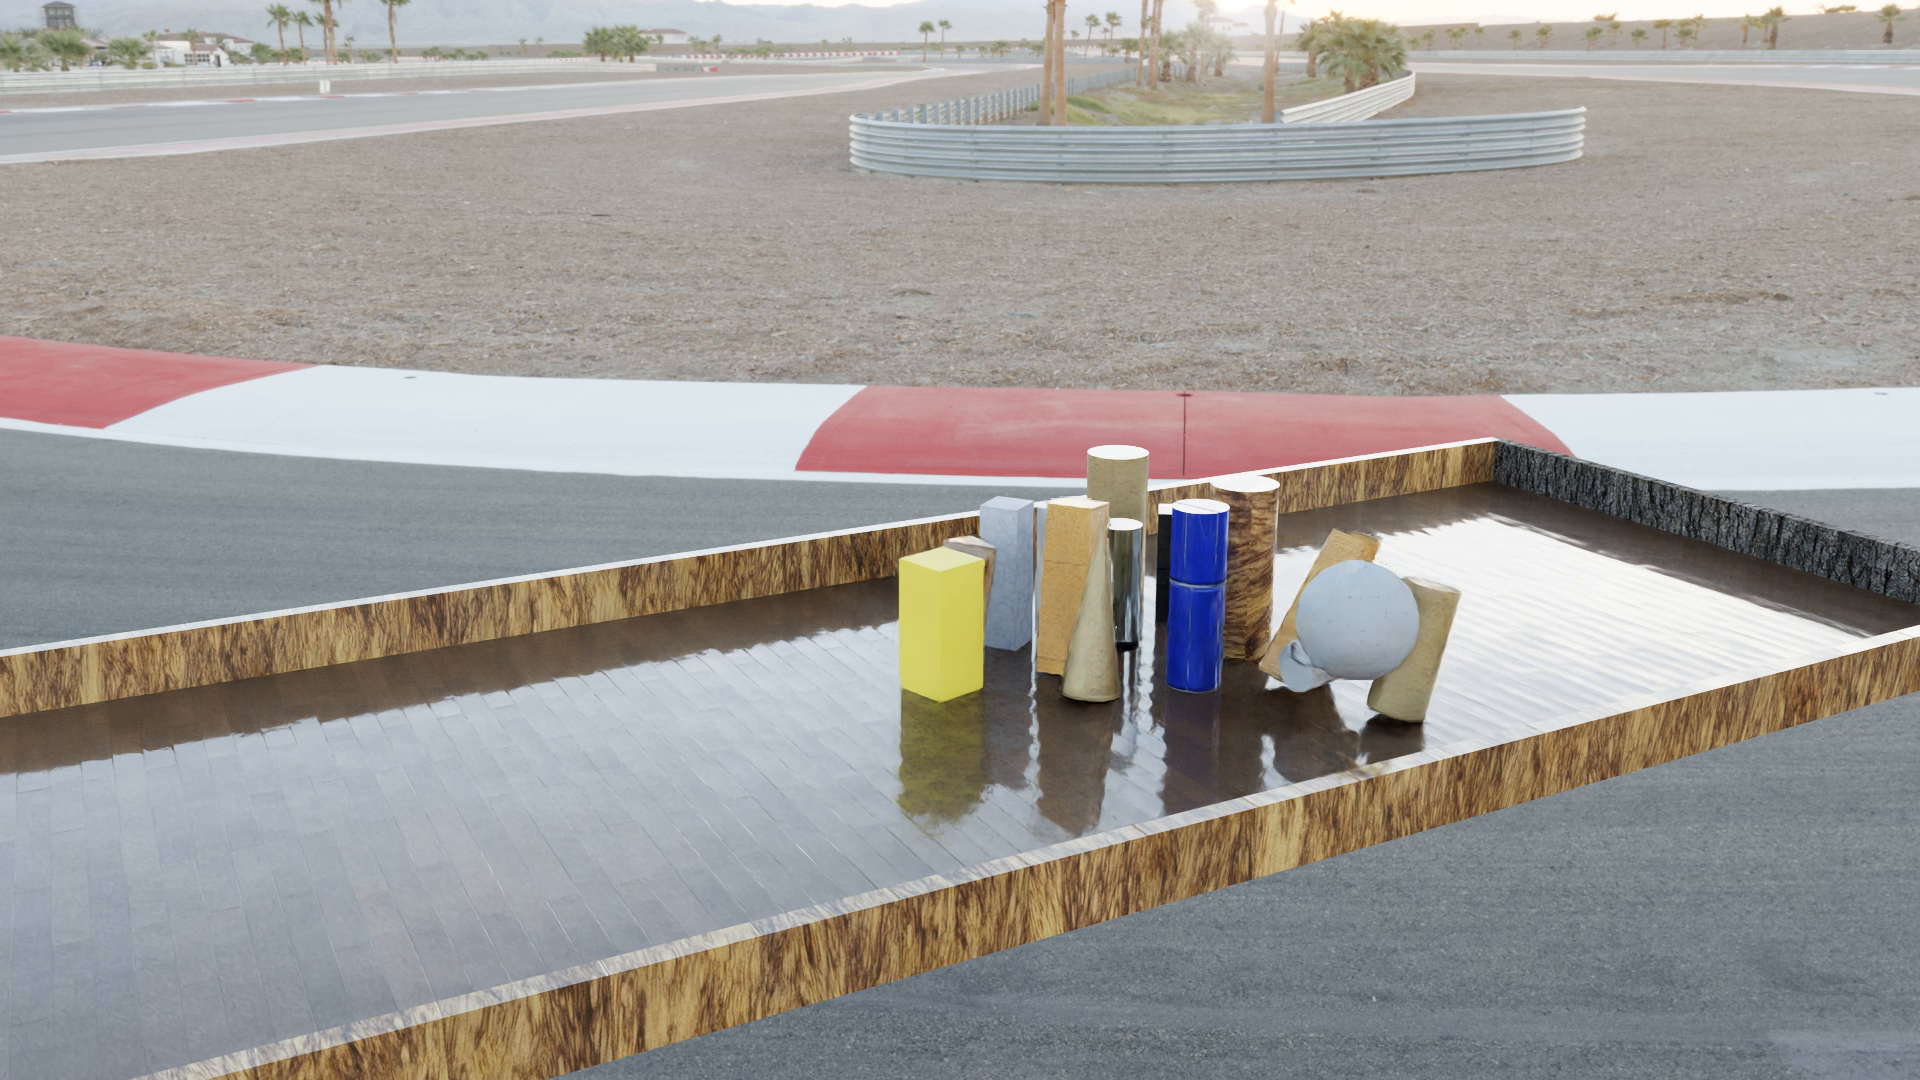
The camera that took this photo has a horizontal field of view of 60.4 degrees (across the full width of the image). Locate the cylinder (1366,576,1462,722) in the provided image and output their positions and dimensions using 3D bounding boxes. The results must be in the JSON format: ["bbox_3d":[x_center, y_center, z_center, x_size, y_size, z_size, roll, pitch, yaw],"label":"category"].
[{"bbox_3d":[1.066,0.255,3.878,0.139,0.318,0.139,13,10,-2],"label":"cylinder"}]

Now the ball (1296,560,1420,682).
[{"bbox_3d":[0.904,0.184,3.758,0.275,0.275,0.275,0,16,0],"label":"ball"}]

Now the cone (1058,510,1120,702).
[{"bbox_3d":[0.331,0.151,4.008,0.151,0.457,0.151,3,12,-1],"label":"cone"}]

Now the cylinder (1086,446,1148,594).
[{"bbox_3d":[0.456,-0.055,4.811,0.176,0.413,0.176,0,16,0],"label":"cylinder"}]

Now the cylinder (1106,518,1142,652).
[{"bbox_3d":[0.420,0.119,4.358,0.115,0.334,0.115,0,16,0],"label":"cylinder"}]

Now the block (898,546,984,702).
[{"bbox_3d":[-0.045,0.206,4.061,0.147,0.334,0.147,-15,22,-41],"label":"block"}]

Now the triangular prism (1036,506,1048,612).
[{"bbox_3d":[0.304,0.052,4.633,0.138,0.308,0.119,12,20,34],"label":"triangular prism"}]

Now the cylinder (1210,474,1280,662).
[{"bbox_3d":[0.731,0.073,4.298,0.176,0.456,0.176,0,16,0],"label":"cylinder"}]

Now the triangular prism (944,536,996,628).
[{"bbox_3d":[0.007,0.155,4.248,0.135,0.317,0.117,9,10,2],"label":"triangular prism"}]

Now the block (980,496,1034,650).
[{"bbox_3d":[0.123,0.088,4.371,0.107,0.386,0.107,8,18,25],"label":"block"}]

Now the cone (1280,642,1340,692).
[{"bbox_3d":[0.993,0.279,4.000,0.450,0.124,0.124,-6,17,-27],"label":"cone"}]

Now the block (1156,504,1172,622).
[{"bbox_3d":[0.600,0.065,4.579,0.106,0.312,0.106,2,16,6],"label":"block"}]

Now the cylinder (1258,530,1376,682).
[{"bbox_3d":[0.879,0.173,4.071,0.117,0.391,0.117,28,0,0],"label":"cylinder"}]

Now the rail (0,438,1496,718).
[{"bbox_3d":[-3.305,0.497,3.399,12.000,0.150,0.050,-9,18,-27],"label":"rail"}]

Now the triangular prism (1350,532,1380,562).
[{"bbox_3d":[0.951,0.161,4.144,0.076,0.362,0.088,21,-1,16],"label":"triangular prism"}]

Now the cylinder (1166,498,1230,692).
[{"bbox_3d":[0.585,0.138,4.072,0.139,0.458,0.139,0,16,0],"label":"cylinder"}]

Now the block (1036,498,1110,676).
[{"bbox_3d":[0.284,0.119,4.163,0.120,0.431,0.120,8,11,25],"label":"block"}]

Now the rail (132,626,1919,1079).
[{"bbox_3d":[-2.336,1.006,1.665,12.000,0.150,0.050,-9,18,-27],"label":"rail"}]

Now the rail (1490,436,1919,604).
[{"bbox_3d":[2.466,-0.048,5.253,0.050,0.150,2.100,-9,18,-27],"label":"rail"}]
